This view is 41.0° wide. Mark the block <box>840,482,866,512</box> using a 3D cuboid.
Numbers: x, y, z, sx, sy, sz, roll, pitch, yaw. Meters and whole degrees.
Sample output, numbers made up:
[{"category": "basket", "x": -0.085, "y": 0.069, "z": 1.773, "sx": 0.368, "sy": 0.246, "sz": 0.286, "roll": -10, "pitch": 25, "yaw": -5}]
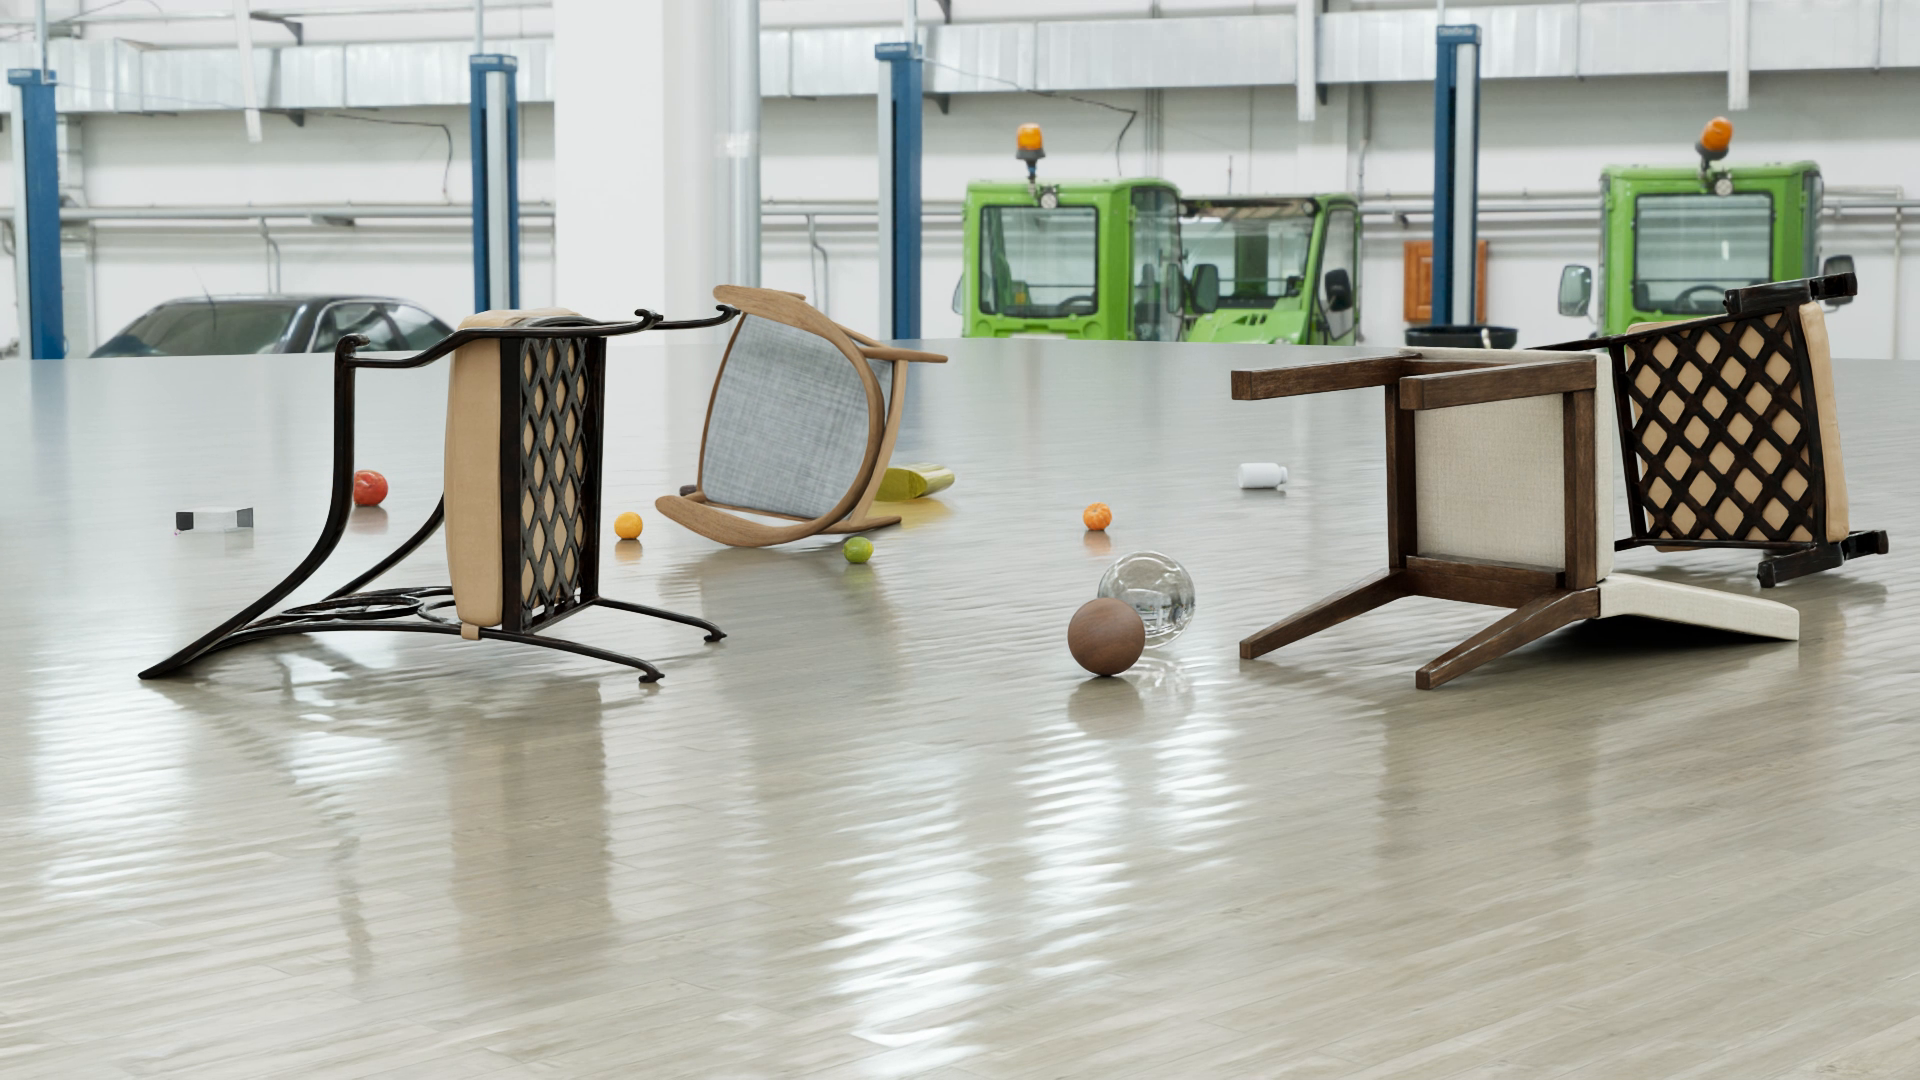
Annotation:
[{"category": "block", "x": -0.301, "y": -0.120, "z": 7.204, "sx": 0.047, "sy": 0.076, "sz": 0.086, "roll": -2, "pitch": 6, "yaw": -17}]

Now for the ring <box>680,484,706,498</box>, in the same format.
[{"category": "ring", "x": -0.800, "y": -0.147, "z": 7.670, "sx": 0.067, "sy": 0.035, "sz": 0.099, "roll": 2, "pitch": 5, "yaw": 33}]

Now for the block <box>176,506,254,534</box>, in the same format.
[{"category": "block", "x": -1.936, "y": -0.053, "z": 6.666, "sx": 0.135, "sy": 0.053, "sz": 0.157, "roll": 1, "pitch": 6, "yaw": 12}]

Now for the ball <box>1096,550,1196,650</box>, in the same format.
[{"category": "ball", "x": 0.329, "y": 0.105, "z": 4.534, "sx": 0.176, "sy": 0.176, "sz": 0.176, "roll": 0, "pitch": 6, "yaw": 0}]

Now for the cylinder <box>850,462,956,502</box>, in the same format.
[{"category": "cylinder", "x": -0.169, "y": -0.172, "z": 7.592, "sx": 0.242, "sy": 0.100, "sz": 0.247, "roll": 0, "pitch": 5, "yaw": 20}]
